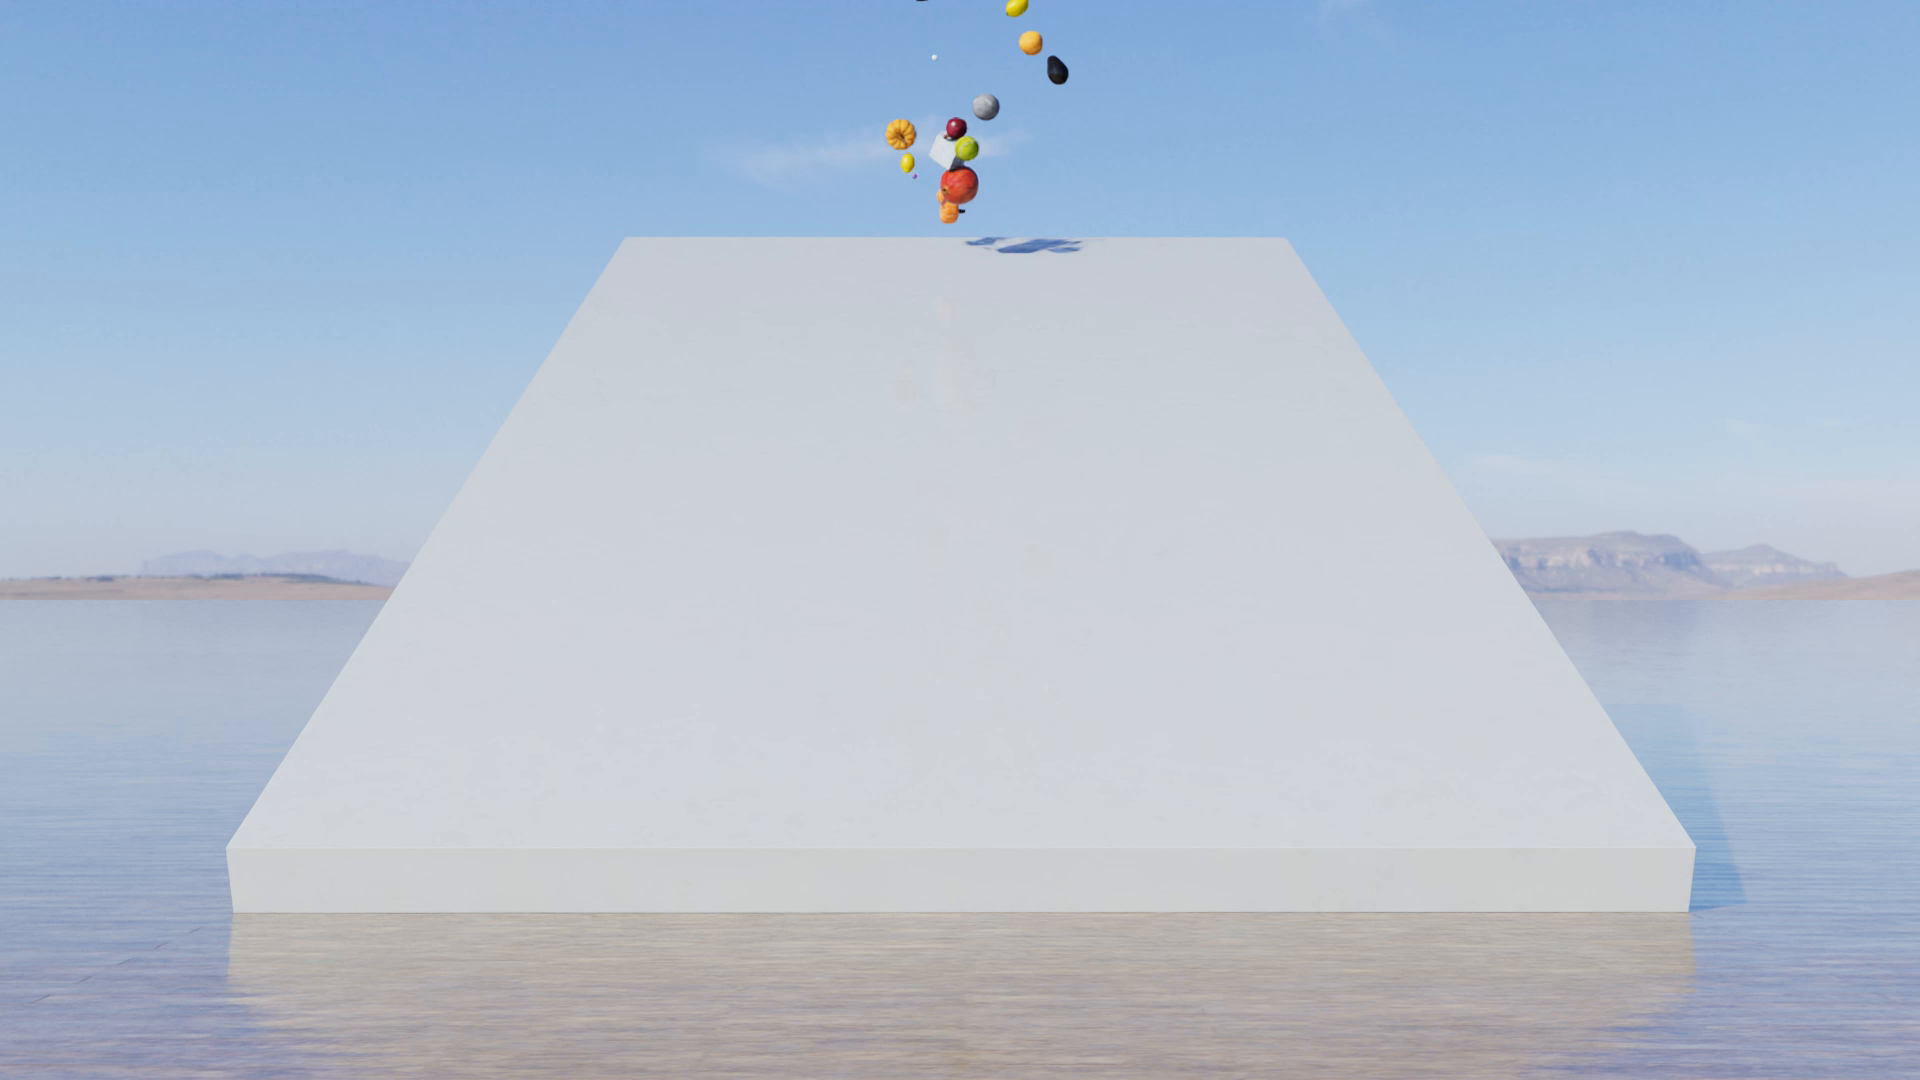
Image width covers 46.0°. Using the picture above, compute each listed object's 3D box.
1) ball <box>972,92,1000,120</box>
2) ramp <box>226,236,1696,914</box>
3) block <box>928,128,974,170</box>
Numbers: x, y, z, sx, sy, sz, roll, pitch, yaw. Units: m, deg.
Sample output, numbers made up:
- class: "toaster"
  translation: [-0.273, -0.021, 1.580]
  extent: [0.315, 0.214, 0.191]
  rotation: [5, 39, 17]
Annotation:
- class: "ball"
  translation: [0.078, -1.296, 6.757]
  extent: [0.081, 0.081, 0.081]
  rotation: [0, -1, 0]
- class: "ramp"
  translation: [-0.005, -0.202, 4.974]
  extent: [2.000, 0.100, 4.000]
  rotation: [0, 20, 0]
- class: "block"
  translation: [-0.026, -1.115, 6.445]
  extent: [0.077, 0.077, 0.077]
  rotation: [39, 40, 16]
